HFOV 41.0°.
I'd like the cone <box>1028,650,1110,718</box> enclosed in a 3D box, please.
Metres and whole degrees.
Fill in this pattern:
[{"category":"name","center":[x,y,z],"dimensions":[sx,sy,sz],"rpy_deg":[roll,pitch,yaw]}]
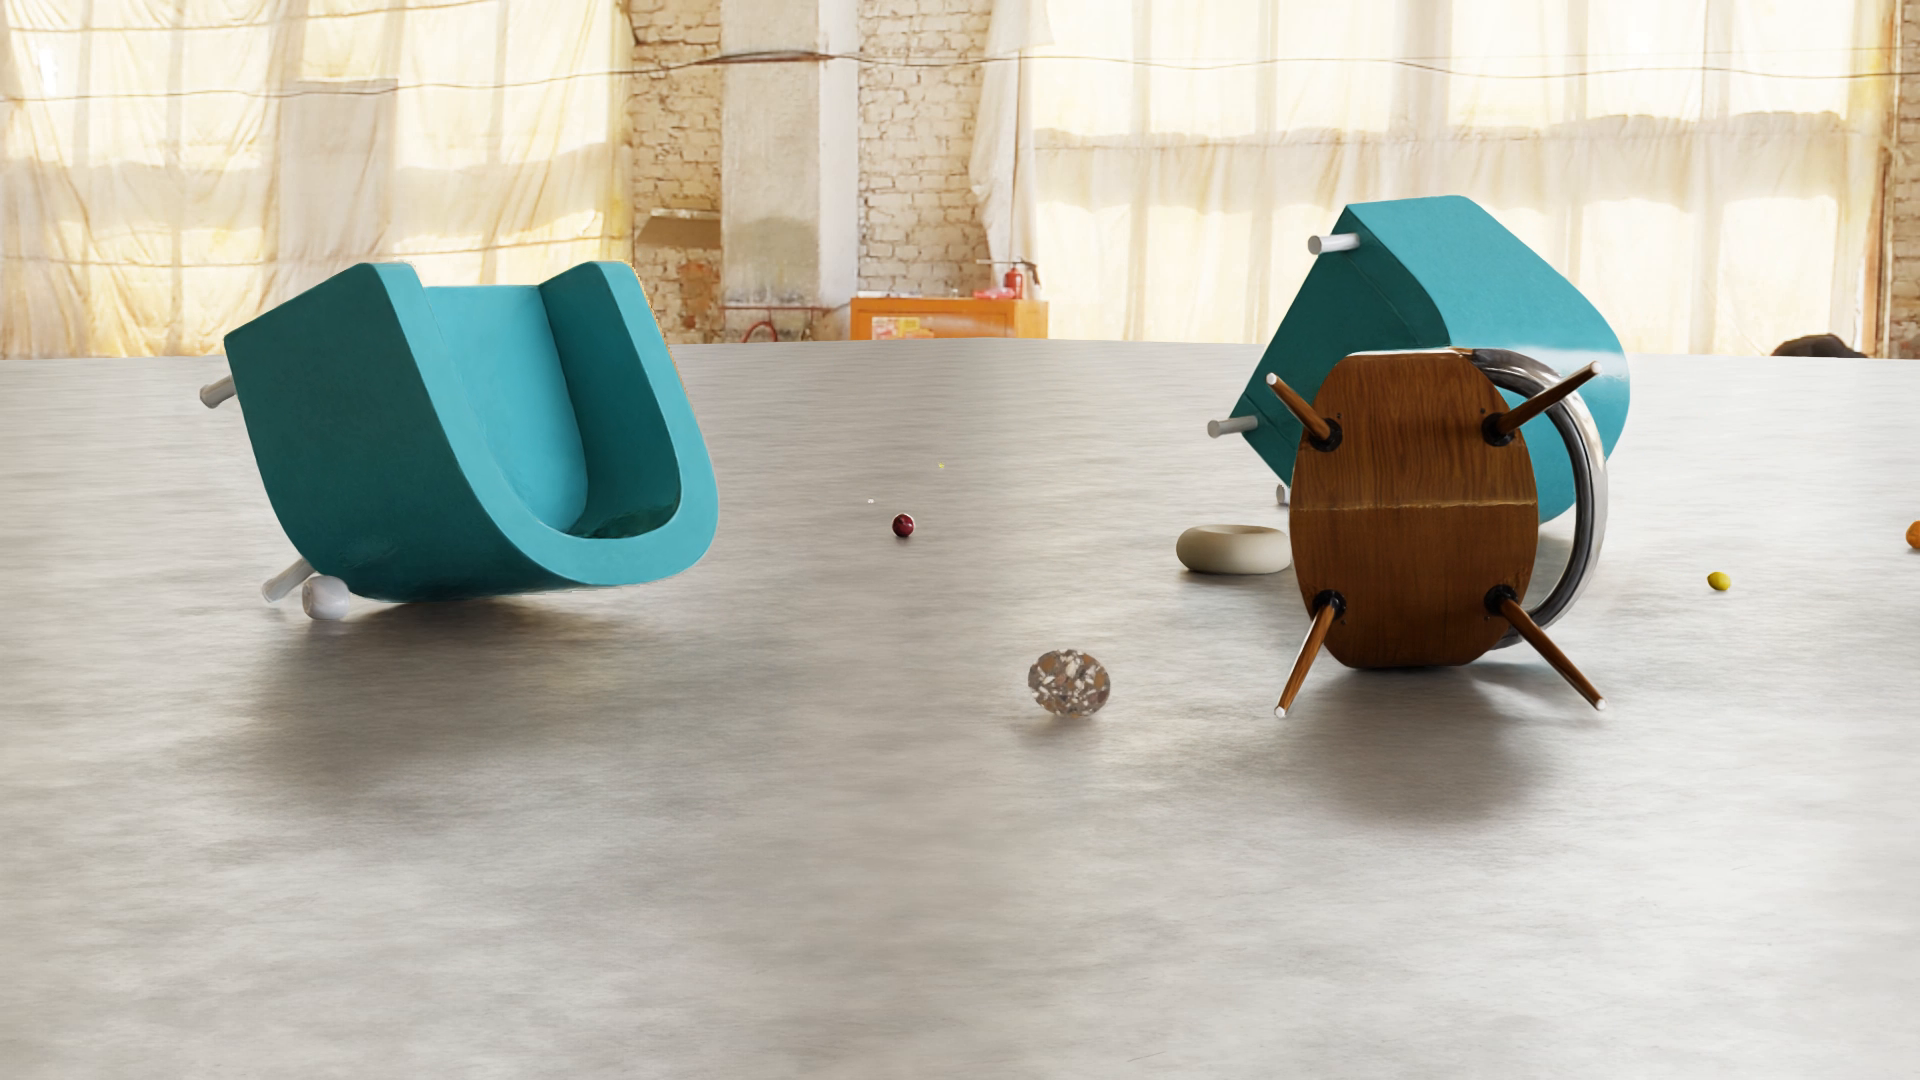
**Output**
[{"category":"cone","center":[0.166,0.235,3.899],"dimensions":[0.127,0.111,0.085],"rpy_deg":[22,-25,13]}]

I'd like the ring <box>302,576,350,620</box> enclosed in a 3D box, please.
[{"category":"ring","center":[-1.221,0.112,4.936],"dimensions":[0.074,0.083,0.121],"rpy_deg":[2,17,-27]}]

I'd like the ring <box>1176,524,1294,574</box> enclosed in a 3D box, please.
[{"category":"ring","center":[0.618,0.021,5.770],"dimensions":[0.264,0.092,0.272],"rpy_deg":[1,7,3]}]
